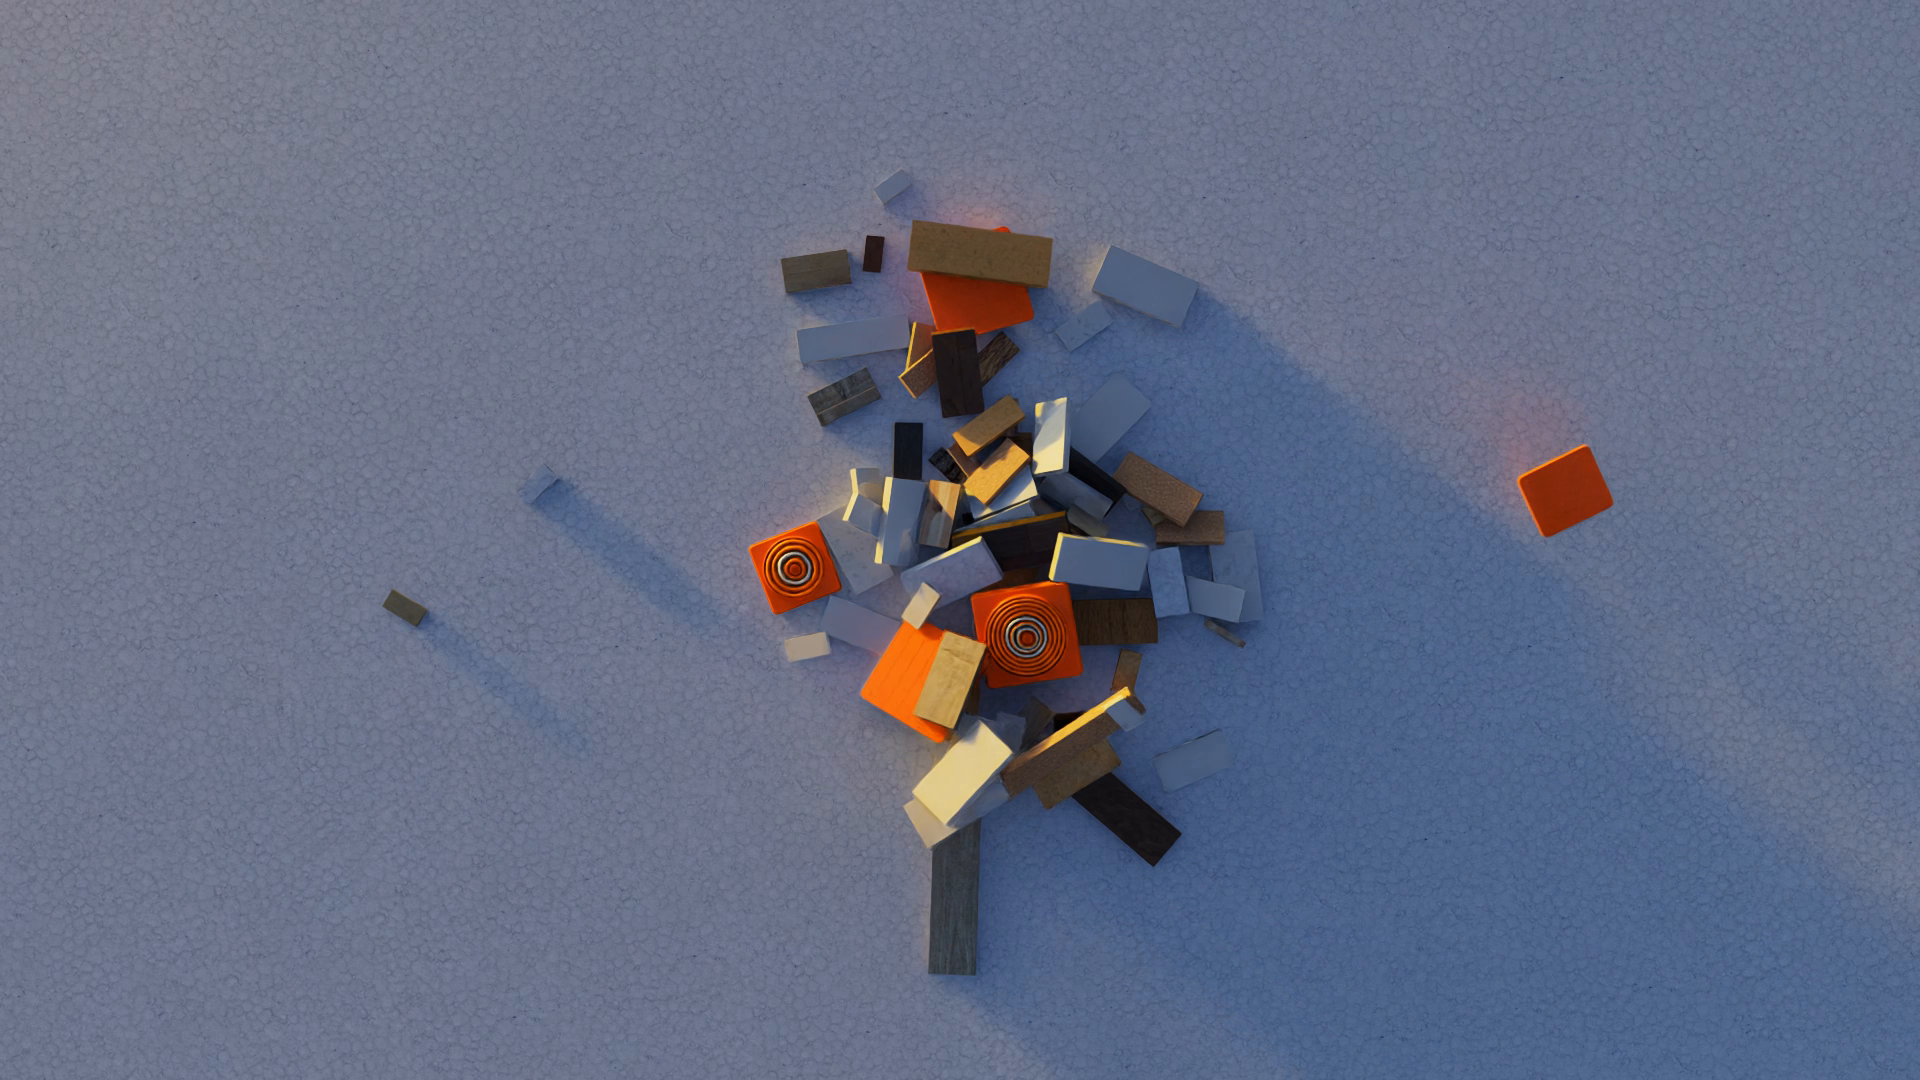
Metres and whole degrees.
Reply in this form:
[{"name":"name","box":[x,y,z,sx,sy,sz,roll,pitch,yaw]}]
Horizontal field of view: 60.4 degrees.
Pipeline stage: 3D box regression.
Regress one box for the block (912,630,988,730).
[{"name":"block","box":[-0.029,0.455,5.337,0.146,0.041,0.292,18,78,18]}]

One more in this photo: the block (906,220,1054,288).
[{"name":"block","box":[0.066,-0.938,5.415,0.464,0.045,0.160,7,86,-5]}]

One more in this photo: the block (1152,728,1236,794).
[{"name":"block","box":[0.775,0.734,5.482,0.248,0.035,0.124,-23,90,0]}]

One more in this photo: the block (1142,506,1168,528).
[{"name":"block","box":[0.684,-0.109,5.463,0.150,0.021,0.075,-29,67,-10]}]

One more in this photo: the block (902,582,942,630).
[{"name":"block","box":[-0.125,0.215,5.410,0.073,0.021,0.146,38,109,15]}]

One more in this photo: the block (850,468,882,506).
[{"name":"block","box":[-0.304,-0.139,5.454,0.098,0.028,0.195,-5,87,-41]}]

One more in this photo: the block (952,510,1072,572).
[{"name":"block","box":[0.177,0.018,5.391,0.381,0.043,0.152,-11,113,11]}]

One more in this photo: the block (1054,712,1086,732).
[{"name":"block","box":[0.391,0.608,5.490,0.160,0.020,0.072,-4,90,0]}]

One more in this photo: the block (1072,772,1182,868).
[{"name":"block","box":[0.525,0.888,5.479,0.428,0.041,0.146,41,90,0]}]

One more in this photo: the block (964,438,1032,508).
[{"name":"block","box":[0.123,-0.224,5.432,0.215,0.030,0.108,-46,62,-1]}]

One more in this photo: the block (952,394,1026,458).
[{"name":"block","box":[0.096,-0.376,5.452,0.232,0.027,0.094,-36,72,2]}]

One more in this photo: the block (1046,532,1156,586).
[{"name":"block","box":[0.444,0.041,5.479,0.396,0.042,0.149,12,90,0]}]

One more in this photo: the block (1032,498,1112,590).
[{"name":"block","box":[0.360,0.003,5.441,0.406,0.032,0.114,35,90,0]}]

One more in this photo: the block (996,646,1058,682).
[{"name":"block","box":[0.222,0.414,5.486,0.194,0.028,0.097,-7,90,0]}]

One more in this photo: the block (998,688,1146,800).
[{"name":"block","box":[0.347,0.661,5.348,0.538,0.124,0.035,-34,47,9]}]

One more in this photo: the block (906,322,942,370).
[{"name":"block","box":[-0.122,-0.620,5.471,0.094,0.027,0.187,10,90,-21]}]

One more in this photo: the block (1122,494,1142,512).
[{"name":"block","box":[0.617,-0.163,5.489,0.156,0.021,0.075,-26,90,0]}]

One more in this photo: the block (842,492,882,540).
[{"name":"block","box":[-0.290,-0.070,5.411,0.195,0.028,0.098,30,75,-39]}]

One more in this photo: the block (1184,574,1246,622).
[{"name":"block","box":[0.823,0.193,5.449,0.223,0.032,0.112,13,96,16]}]

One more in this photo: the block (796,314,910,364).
[{"name":"block","box":[-0.352,-0.669,5.484,0.371,0.031,0.110,-9,90,0]}]

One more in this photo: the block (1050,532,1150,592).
[{"name":"block","box":[0.453,0.072,5.362,0.304,0.043,0.152,7,106,-17]}]

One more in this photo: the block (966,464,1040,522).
[{"name":"block","box":[0.141,-0.154,5.437,0.229,0.032,0.114,-21,66,13]}]

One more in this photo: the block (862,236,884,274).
[{"name":"block","box":[-0.288,-0.951,5.492,0.059,0.017,0.119,6,90,0]}]

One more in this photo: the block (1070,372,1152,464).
[{"name":"block","box":[0.467,-0.389,5.477,0.160,0.045,0.320,44,90,0]}]

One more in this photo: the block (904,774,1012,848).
[{"name":"block","box":[-0.008,0.842,5.319,0.314,0.044,0.157,-32,81,5]}]

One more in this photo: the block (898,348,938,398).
[{"name":"block","box":[-0.109,-0.558,5.452,0.177,0.025,0.089,-41,106,-14]}]

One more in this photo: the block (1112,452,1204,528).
[{"name":"block","box":[0.648,-0.169,5.445,0.285,0.035,0.123,31,78,10]}]

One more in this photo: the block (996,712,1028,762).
[{"name":"block","box":[0.155,0.673,5.453,0.097,0.028,0.194,11,87,11]}]

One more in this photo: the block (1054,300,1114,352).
[{"name":"block","box":[0.412,-0.711,5.487,0.177,0.025,0.089,-35,90,0]}]

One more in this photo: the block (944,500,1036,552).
[{"name":"block","box":[0.102,-0.021,5.433,0.325,0.030,0.108,-22,100,16]}]

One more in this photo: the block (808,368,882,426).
[{"name":"block","box":[-0.384,-0.475,5.484,0.220,0.031,0.110,-26,90,0]}]

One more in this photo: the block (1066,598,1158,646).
[{"name":"block","box":[0.504,0.271,5.479,0.299,0.042,0.149,-2,90,0]}]

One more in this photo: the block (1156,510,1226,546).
[{"name":"block","box":[0.760,-0.040,5.455,0.223,0.032,0.112,0,65,4]}]

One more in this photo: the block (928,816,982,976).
[{"name":"block","box":[-0.015,1.111,5.478,0.157,0.044,0.654,2,90,0]}]

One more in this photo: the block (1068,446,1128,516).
[{"name":"block","box":[0.416,-0.195,5.446,0.247,0.035,0.123,37,129,-1]}]

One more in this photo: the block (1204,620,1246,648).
[{"name":"block","box":[0.876,0.310,5.464,0.143,0.072,0.020,31,90,0]}]

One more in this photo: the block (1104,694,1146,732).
[{"name":"block","box":[0.524,0.551,5.259,0.073,0.021,0.146,-34,130,13]}]
